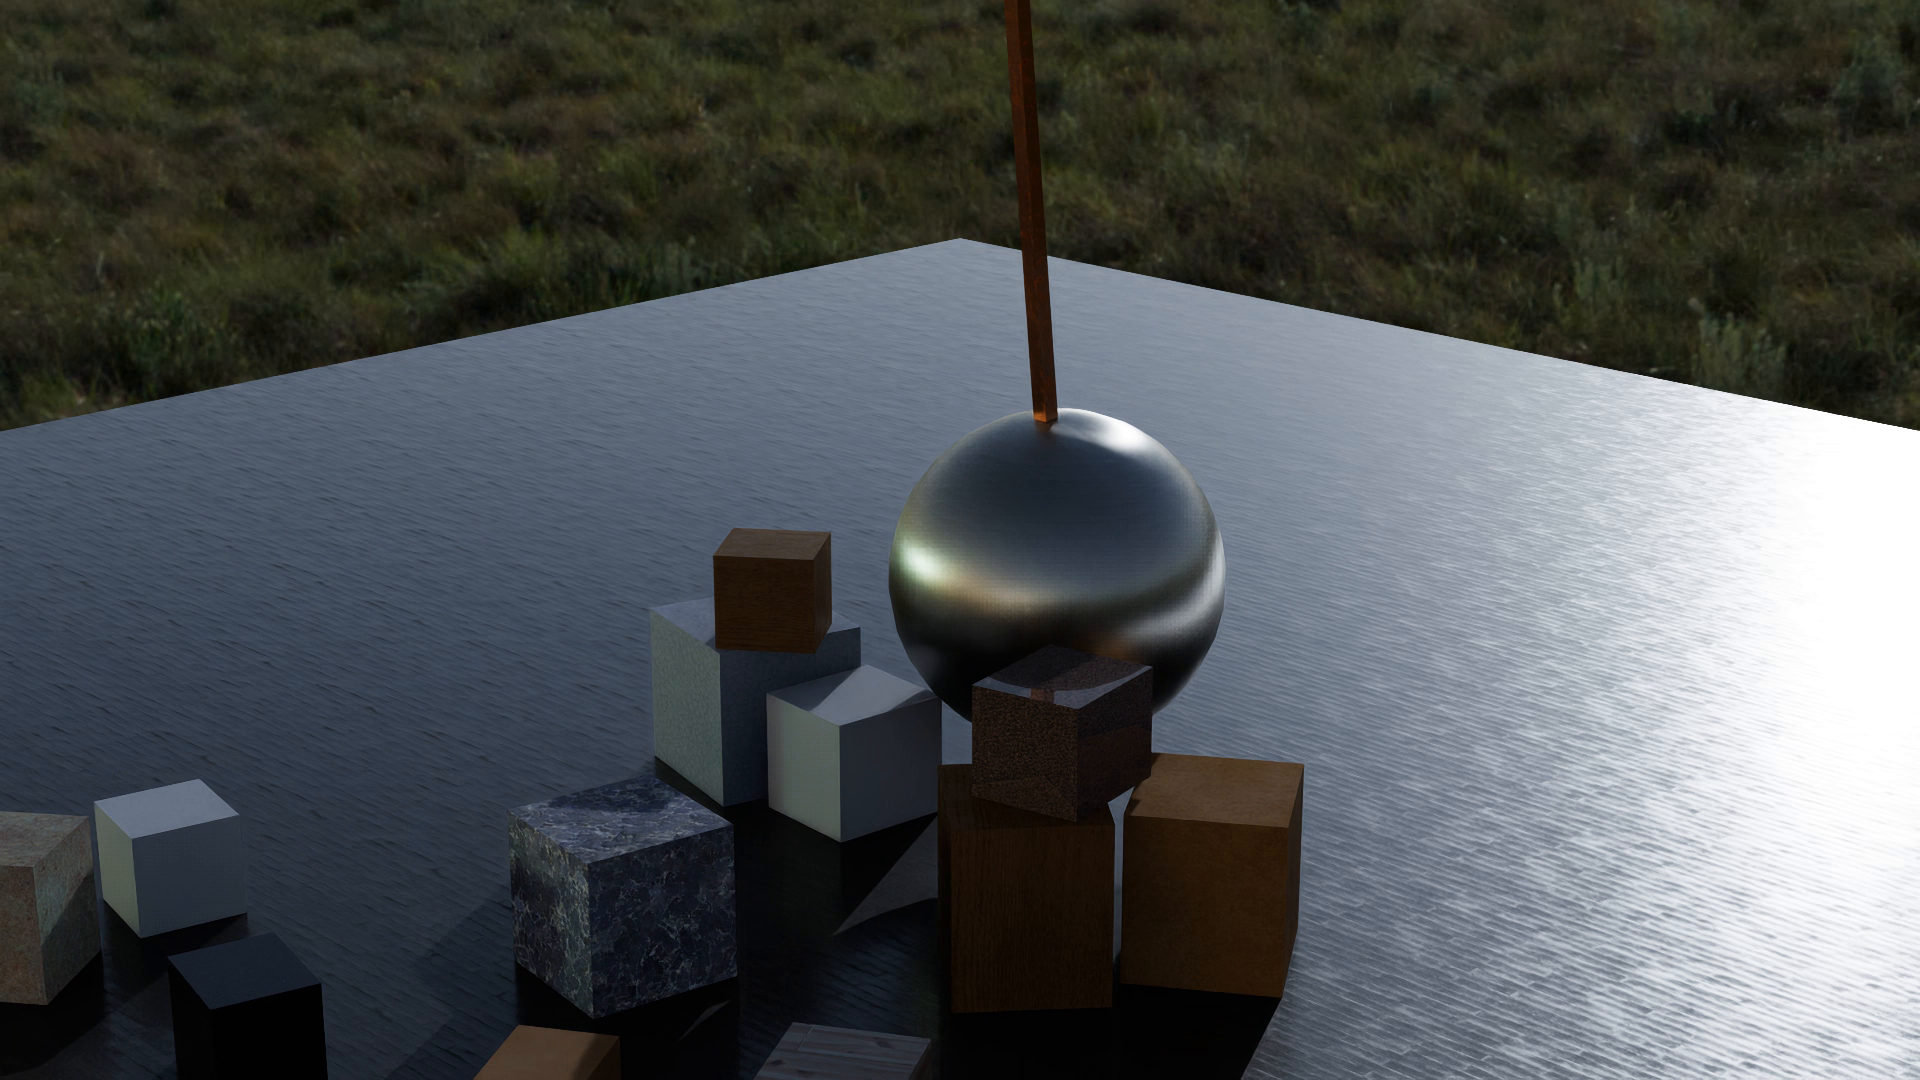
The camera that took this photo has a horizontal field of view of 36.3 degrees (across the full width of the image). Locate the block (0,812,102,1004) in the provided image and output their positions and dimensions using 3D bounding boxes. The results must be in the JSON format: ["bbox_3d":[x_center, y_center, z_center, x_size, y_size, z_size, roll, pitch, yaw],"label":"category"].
[{"bbox_3d":[-4.045,1.544,12.393,0.581,0.623,0.539,2,18,8],"label":"block"}]

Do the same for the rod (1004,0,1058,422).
[{"bbox_3d":[0.199,-2.971,12.616,0.080,5.200,0.080,17,30,42],"label":"rod"}]

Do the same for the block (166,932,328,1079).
[{"bbox_3d":[-2.806,1.899,11.547,0.438,0.453,0.545,-10,20,-30],"label":"block"}]

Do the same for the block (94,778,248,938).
[{"bbox_3d":[-3.518,1.413,13.065,0.485,0.470,0.505,-11,21,-32],"label":"block"}]

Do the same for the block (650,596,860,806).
[{"bbox_3d":[-1.018,0.759,14.615,0.766,0.789,0.788,-10,20,-29],"label":"block"}]

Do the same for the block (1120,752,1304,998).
[{"bbox_3d":[1.084,1.420,12.543,0.683,0.769,0.721,4,18,11],"label":"block"}]

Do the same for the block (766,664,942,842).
[{"bbox_3d":[-0.508,1.020,14.118,0.619,0.588,0.572,-14,22,-38],"label":"block"}]

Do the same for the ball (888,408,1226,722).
[{"bbox_3d":[0.459,0.176,13.878,1.600,1.600,1.600,0,17,0],"label":"ball"}]

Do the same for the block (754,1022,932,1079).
[{"bbox_3d":[-0.433,2.152,10.547,0.529,0.570,0.585,4,18,14],"label":"block"}]

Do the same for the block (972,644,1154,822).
[{"bbox_3d":[0.430,0.799,12.256,0.511,0.492,0.602,11,21,32],"label":"block"}]

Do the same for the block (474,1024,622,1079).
[{"bbox_3d":[-1.523,2.116,10.893,0.405,0.430,0.445,4,18,13],"label":"block"}]

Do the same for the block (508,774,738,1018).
[{"bbox_3d":[-1.430,1.496,12.425,0.693,0.696,0.694,-12,21,-34],"label":"block"}]

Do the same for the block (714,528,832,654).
[{"bbox_3d":[-0.900,0.242,14.161,0.484,0.470,0.448,2,18,8],"label":"block"}]

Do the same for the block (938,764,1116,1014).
[{"bbox_3d":[0.268,1.451,12.366,0.670,0.817,0.717,-1,18,-5],"label":"block"}]
